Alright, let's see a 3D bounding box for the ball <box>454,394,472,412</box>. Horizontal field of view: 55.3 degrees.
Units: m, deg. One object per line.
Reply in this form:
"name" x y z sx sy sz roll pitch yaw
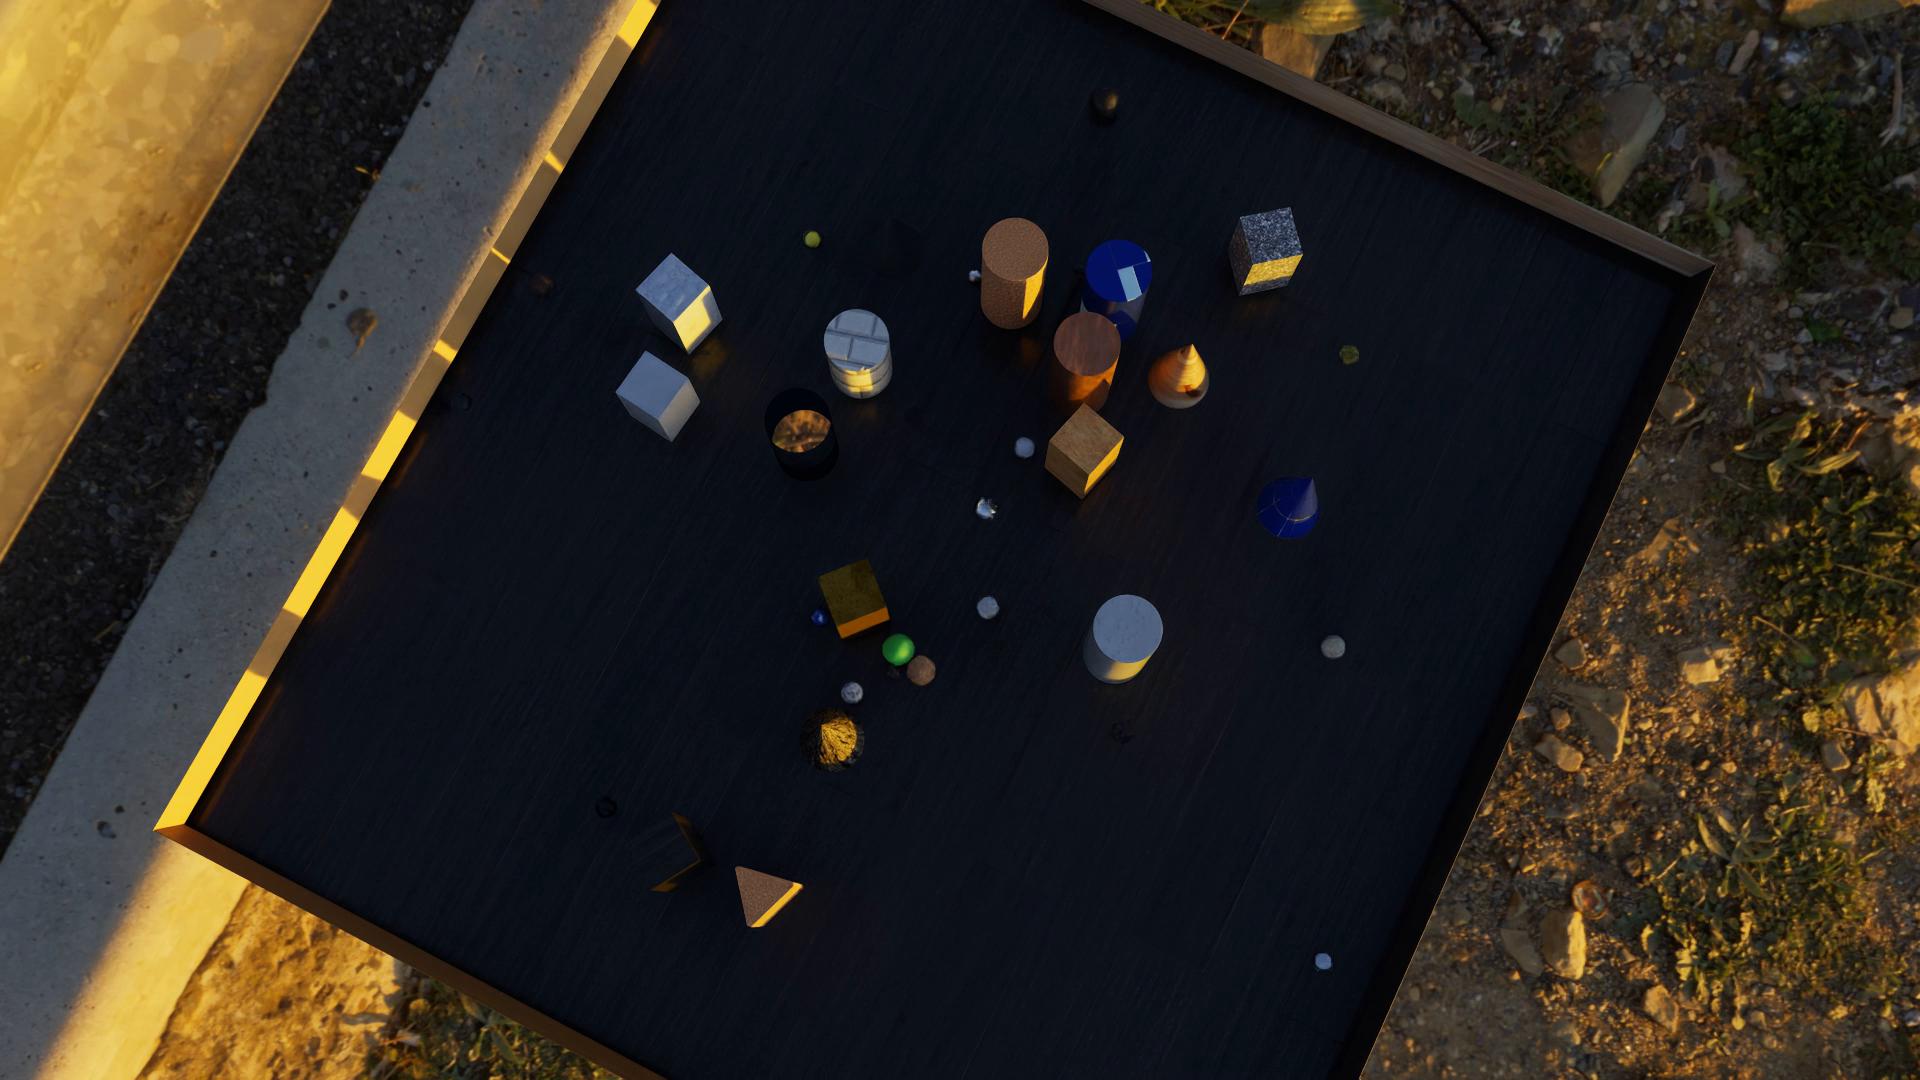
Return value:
"ball" -1.540 -0.425 5.676 0.055 0.055 0.055 0 78 0

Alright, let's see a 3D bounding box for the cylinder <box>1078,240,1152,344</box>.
"cylinder" 0.465 -0.744 5.557 0.194 0.418 0.194 0 78 0

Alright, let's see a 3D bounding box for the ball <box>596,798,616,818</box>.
"ball" -1.046 0.793 5.422 0.060 0.060 0.060 0 78 0

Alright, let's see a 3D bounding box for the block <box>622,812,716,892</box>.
"block" -0.827 0.896 5.241 0.155 0.373 0.155 -31 80 -6

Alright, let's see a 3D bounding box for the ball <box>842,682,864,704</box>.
"ball" -0.323 0.459 5.488 0.066 0.066 0.066 0 78 0

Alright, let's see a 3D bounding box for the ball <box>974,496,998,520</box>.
"ball" 0.079 -0.095 5.598 0.075 0.075 0.075 0 78 0

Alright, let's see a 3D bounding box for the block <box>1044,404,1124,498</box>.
"block" 0.370 -0.264 5.508 0.155 0.319 0.155 41 81 8

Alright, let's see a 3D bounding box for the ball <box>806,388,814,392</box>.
"ball" -0.474 -0.451 5.686 0.047 0.047 0.047 0 78 0

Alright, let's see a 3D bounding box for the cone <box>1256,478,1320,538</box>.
"cone" 1.010 -0.138 5.442 0.194 0.397 0.194 0 78 0

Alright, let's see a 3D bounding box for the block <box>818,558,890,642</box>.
"block" -0.311 0.181 5.421 0.155 0.310 0.155 -22 79 -4

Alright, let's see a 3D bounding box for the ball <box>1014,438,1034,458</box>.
"ball" 0.198 -0.283 5.642 0.064 0.064 0.064 0 78 0

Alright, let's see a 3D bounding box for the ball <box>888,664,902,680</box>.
"ball" -0.195 0.397 5.511 0.045 0.045 0.045 0 78 0

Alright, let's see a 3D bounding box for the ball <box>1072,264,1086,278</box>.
"ball" 0.376 -0.847 5.771 0.041 0.041 0.041 0 78 0

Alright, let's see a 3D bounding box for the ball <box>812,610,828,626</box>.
"ball" -0.423 0.235 5.543 0.049 0.049 0.049 0 78 0

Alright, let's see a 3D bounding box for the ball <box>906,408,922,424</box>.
"ball" -0.143 -0.386 5.670 0.052 0.052 0.052 0 78 0

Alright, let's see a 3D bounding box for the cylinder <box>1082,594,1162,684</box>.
"cylinder" 0.468 0.293 5.325 0.194 0.453 0.194 0 78 0

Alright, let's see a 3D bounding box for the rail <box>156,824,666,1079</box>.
"rail" -0.804 1.581 5.224 3.414 0.126 0.045 26 80 5

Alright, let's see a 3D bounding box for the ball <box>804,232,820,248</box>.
"ball" -0.465 -0.949 5.787 0.051 0.051 0.051 0 78 0

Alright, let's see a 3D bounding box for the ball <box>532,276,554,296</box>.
"ball" -1.309 -0.798 5.749 0.064 0.064 0.064 0 78 0

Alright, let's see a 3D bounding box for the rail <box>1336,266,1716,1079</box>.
"rail" 1.506 0.744 5.397 0.045 0.126 3.641 26 80 5

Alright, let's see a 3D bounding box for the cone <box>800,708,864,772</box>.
"cone" -0.383 0.555 5.280 0.194 0.434 0.194 0 78 0

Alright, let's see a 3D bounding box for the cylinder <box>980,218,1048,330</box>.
"cylinder" 0.161 -0.802 5.554 0.194 0.447 0.194 0 78 0

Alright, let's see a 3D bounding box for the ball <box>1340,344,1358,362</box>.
"ball" 1.211 -0.580 5.708 0.055 0.055 0.055 0 78 0

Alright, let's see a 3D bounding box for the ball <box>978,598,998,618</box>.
"ball" 0.085 0.206 5.541 0.065 0.065 0.065 0 78 0

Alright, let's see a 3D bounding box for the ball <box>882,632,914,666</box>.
"ball" -0.184 0.327 5.499 0.097 0.097 0.097 0 78 0

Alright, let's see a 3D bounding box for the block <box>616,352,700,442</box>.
"block" -0.916 -0.434 5.573 0.155 0.262 0.155 33 80 6

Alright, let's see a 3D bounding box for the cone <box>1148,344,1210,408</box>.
"cone" 0.682 -0.539 5.547 0.194 0.355 0.194 0 78 0

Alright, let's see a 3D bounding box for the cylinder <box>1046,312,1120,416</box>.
"cylinder" 0.367 -0.519 5.495 0.194 0.449 0.194 0 78 0

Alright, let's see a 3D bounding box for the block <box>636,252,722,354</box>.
"block" -0.856 -0.719 5.604 0.155 0.316 0.155 41 81 8

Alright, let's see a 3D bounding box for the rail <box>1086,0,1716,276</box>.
"rail" 0.804 -1.567 5.875 3.414 0.126 0.045 26 80 5

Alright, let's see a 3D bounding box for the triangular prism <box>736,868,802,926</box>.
"triangular prism" -0.572 0.993 5.243 0.168 0.328 0.145 -43 81 -8

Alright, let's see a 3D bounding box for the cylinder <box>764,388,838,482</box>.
"cylinder" -0.472 -0.312 5.498 0.194 0.358 0.194 0 78 0

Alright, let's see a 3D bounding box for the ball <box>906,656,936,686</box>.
"ball" -0.116 0.391 5.491 0.088 0.088 0.088 0 78 0

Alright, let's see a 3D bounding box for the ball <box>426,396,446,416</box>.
"ball" -1.621 -0.416 5.673 0.059 0.059 0.059 0 78 0

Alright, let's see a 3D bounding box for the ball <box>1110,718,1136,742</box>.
"ball" 0.486 0.568 5.462 0.072 0.072 0.072 0 78 0

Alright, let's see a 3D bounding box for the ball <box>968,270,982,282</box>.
"ball" 0.047 -0.830 5.768 0.040 0.040 0.040 0 78 0

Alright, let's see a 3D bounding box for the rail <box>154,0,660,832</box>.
"rail" -1.506 -0.731 5.702 0.045 0.126 3.641 26 80 5

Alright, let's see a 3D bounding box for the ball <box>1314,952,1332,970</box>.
"ball" 1.058 1.227 5.337 0.050 0.050 0.050 0 78 0

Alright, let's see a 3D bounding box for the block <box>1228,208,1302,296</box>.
"block" 0.939 -0.889 5.658 0.155 0.279 0.155 -12 79 -2

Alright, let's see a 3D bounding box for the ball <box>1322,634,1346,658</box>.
"ball" 1.123 0.321 5.513 0.072 0.072 0.072 0 78 0

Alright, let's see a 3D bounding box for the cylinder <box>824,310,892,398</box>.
"cylinder" -0.307 -0.564 5.585 0.194 0.291 0.194 0 78 0

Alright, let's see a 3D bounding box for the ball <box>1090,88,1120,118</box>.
"ball" 0.464 -1.395 5.857 0.095 0.095 0.095 0 78 0

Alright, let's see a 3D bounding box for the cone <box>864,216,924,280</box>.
"cone" -0.209 -0.946 5.663 0.194 0.293 0.194 0 78 0
